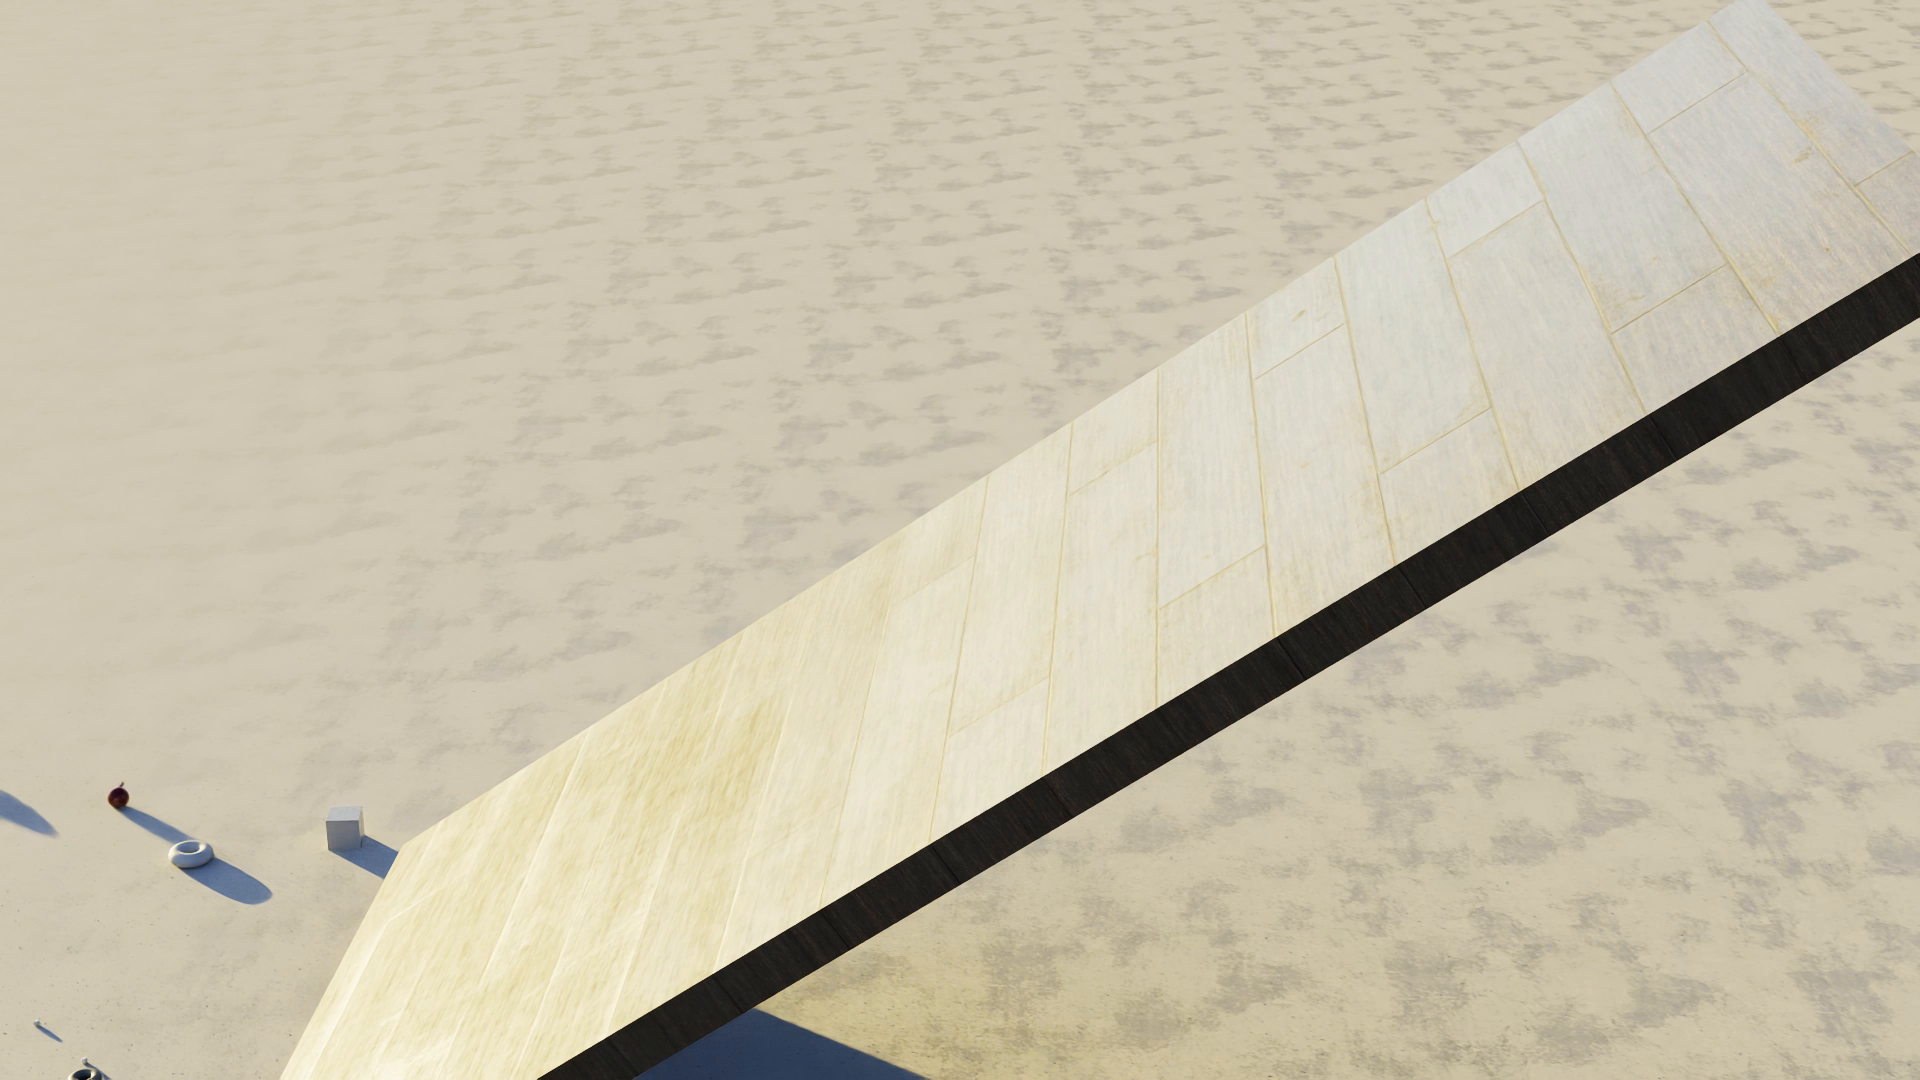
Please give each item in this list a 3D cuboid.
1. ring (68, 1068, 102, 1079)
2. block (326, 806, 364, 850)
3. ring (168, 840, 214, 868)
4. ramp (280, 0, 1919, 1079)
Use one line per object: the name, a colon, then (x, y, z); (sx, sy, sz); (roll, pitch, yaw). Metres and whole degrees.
ring: (-2.019, 1.245, 6.783); (0.078, 0.026, 0.078); (-1, 22, 0)
block: (-1.653, 0.774, 7.911); (0.087, 0.087, 0.087); (-1, 21, -3)
ring: (-2.045, 0.835, 7.823); (0.116, 0.039, 0.116); (1, 21, 0)
ramp: (0.136, 0.173, 6.304); (4.000, 0.100, 2.000); (-32, 16, 15)
